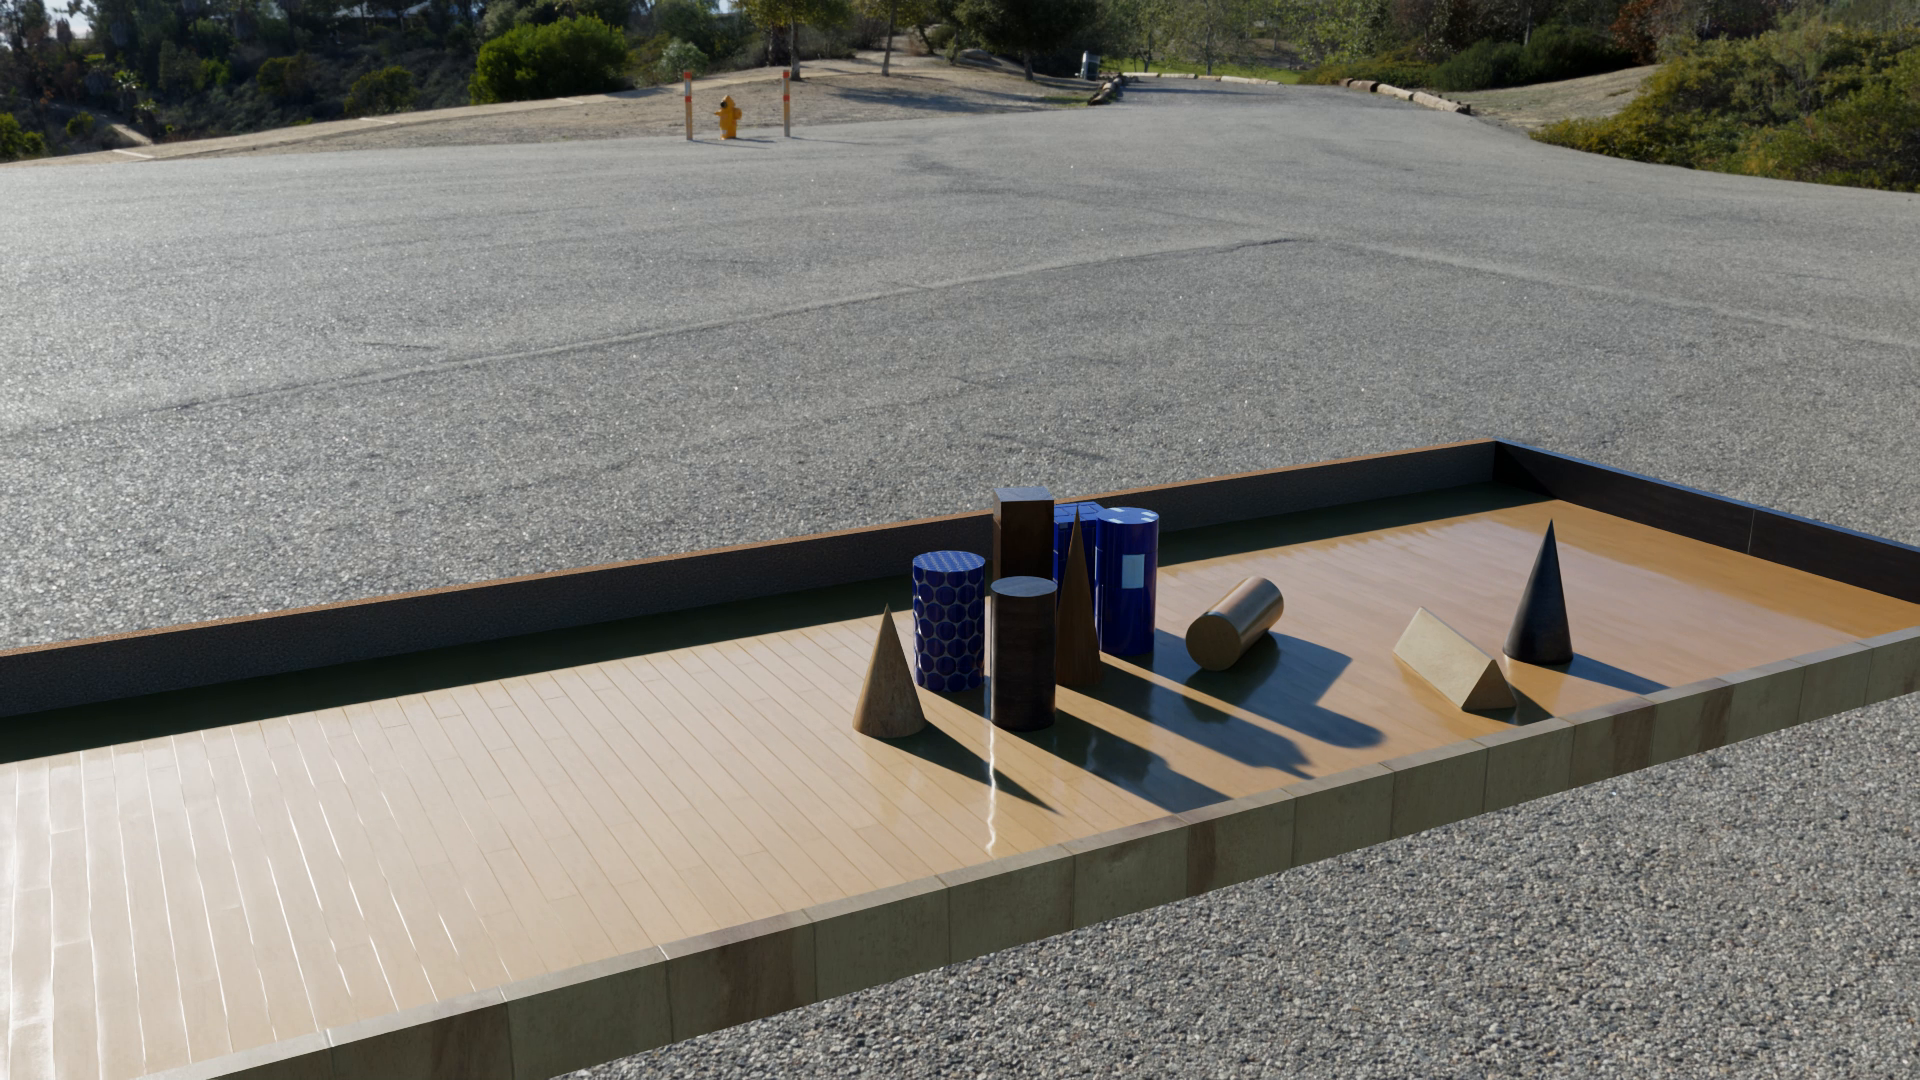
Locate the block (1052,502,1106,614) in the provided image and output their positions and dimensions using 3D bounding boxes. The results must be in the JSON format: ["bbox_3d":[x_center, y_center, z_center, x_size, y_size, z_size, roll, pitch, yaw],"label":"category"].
[{"bbox_3d":[0.321,0.068,4.585,0.176,0.303,0.176,-5,17,-18],"label":"block"}]

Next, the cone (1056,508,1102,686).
[{"bbox_3d":[0.289,0.129,4.115,0.147,0.451,0.147,0,16,0],"label":"cone"}]

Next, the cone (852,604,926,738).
[{"bbox_3d":[-0.167,0.287,3.844,0.176,0.300,0.176,0,16,0],"label":"cone"}]

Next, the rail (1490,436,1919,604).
[{"bbox_3d":[2.466,-0.048,5.253,0.050,0.150,2.100,-9,18,-27],"label":"rail"}]

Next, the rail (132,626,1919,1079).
[{"bbox_3d":[-2.336,1.006,1.665,12.000,0.150,0.050,-9,18,-27],"label":"rail"}]

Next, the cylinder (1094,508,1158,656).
[{"bbox_3d":[0.437,0.108,4.350,0.162,0.359,0.162,0,16,0],"label":"cylinder"}]

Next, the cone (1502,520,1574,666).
[{"bbox_3d":[1.519,0.120,4.286,0.179,0.373,0.179,0,16,0],"label":"cone"}]

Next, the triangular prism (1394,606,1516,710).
[{"bbox_3d":[1.241,0.288,4.144,0.142,0.123,0.401,-3,17,-9],"label":"triangular prism"}]

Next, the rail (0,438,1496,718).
[{"bbox_3d":[-3.305,0.497,3.399,12.000,0.150,0.050,-9,18,-27],"label":"rail"}]

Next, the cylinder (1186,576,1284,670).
[{"bbox_3d":[0.729,0.217,4.355,0.147,0.147,0.369,8,18,26],"label":"cylinder"}]

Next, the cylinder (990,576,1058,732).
[{"bbox_3d":[0.148,0.266,3.863,0.155,0.331,0.155,0,16,0],"label":"cylinder"}]

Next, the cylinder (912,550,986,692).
[{"bbox_3d":[-0.028,0.201,4.119,0.180,0.311,0.180,0,16,0],"label":"cylinder"}]

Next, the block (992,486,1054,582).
[{"bbox_3d":[0.164,0.082,4.333,0.138,0.420,0.138,-2,16,-7],"label":"block"}]
